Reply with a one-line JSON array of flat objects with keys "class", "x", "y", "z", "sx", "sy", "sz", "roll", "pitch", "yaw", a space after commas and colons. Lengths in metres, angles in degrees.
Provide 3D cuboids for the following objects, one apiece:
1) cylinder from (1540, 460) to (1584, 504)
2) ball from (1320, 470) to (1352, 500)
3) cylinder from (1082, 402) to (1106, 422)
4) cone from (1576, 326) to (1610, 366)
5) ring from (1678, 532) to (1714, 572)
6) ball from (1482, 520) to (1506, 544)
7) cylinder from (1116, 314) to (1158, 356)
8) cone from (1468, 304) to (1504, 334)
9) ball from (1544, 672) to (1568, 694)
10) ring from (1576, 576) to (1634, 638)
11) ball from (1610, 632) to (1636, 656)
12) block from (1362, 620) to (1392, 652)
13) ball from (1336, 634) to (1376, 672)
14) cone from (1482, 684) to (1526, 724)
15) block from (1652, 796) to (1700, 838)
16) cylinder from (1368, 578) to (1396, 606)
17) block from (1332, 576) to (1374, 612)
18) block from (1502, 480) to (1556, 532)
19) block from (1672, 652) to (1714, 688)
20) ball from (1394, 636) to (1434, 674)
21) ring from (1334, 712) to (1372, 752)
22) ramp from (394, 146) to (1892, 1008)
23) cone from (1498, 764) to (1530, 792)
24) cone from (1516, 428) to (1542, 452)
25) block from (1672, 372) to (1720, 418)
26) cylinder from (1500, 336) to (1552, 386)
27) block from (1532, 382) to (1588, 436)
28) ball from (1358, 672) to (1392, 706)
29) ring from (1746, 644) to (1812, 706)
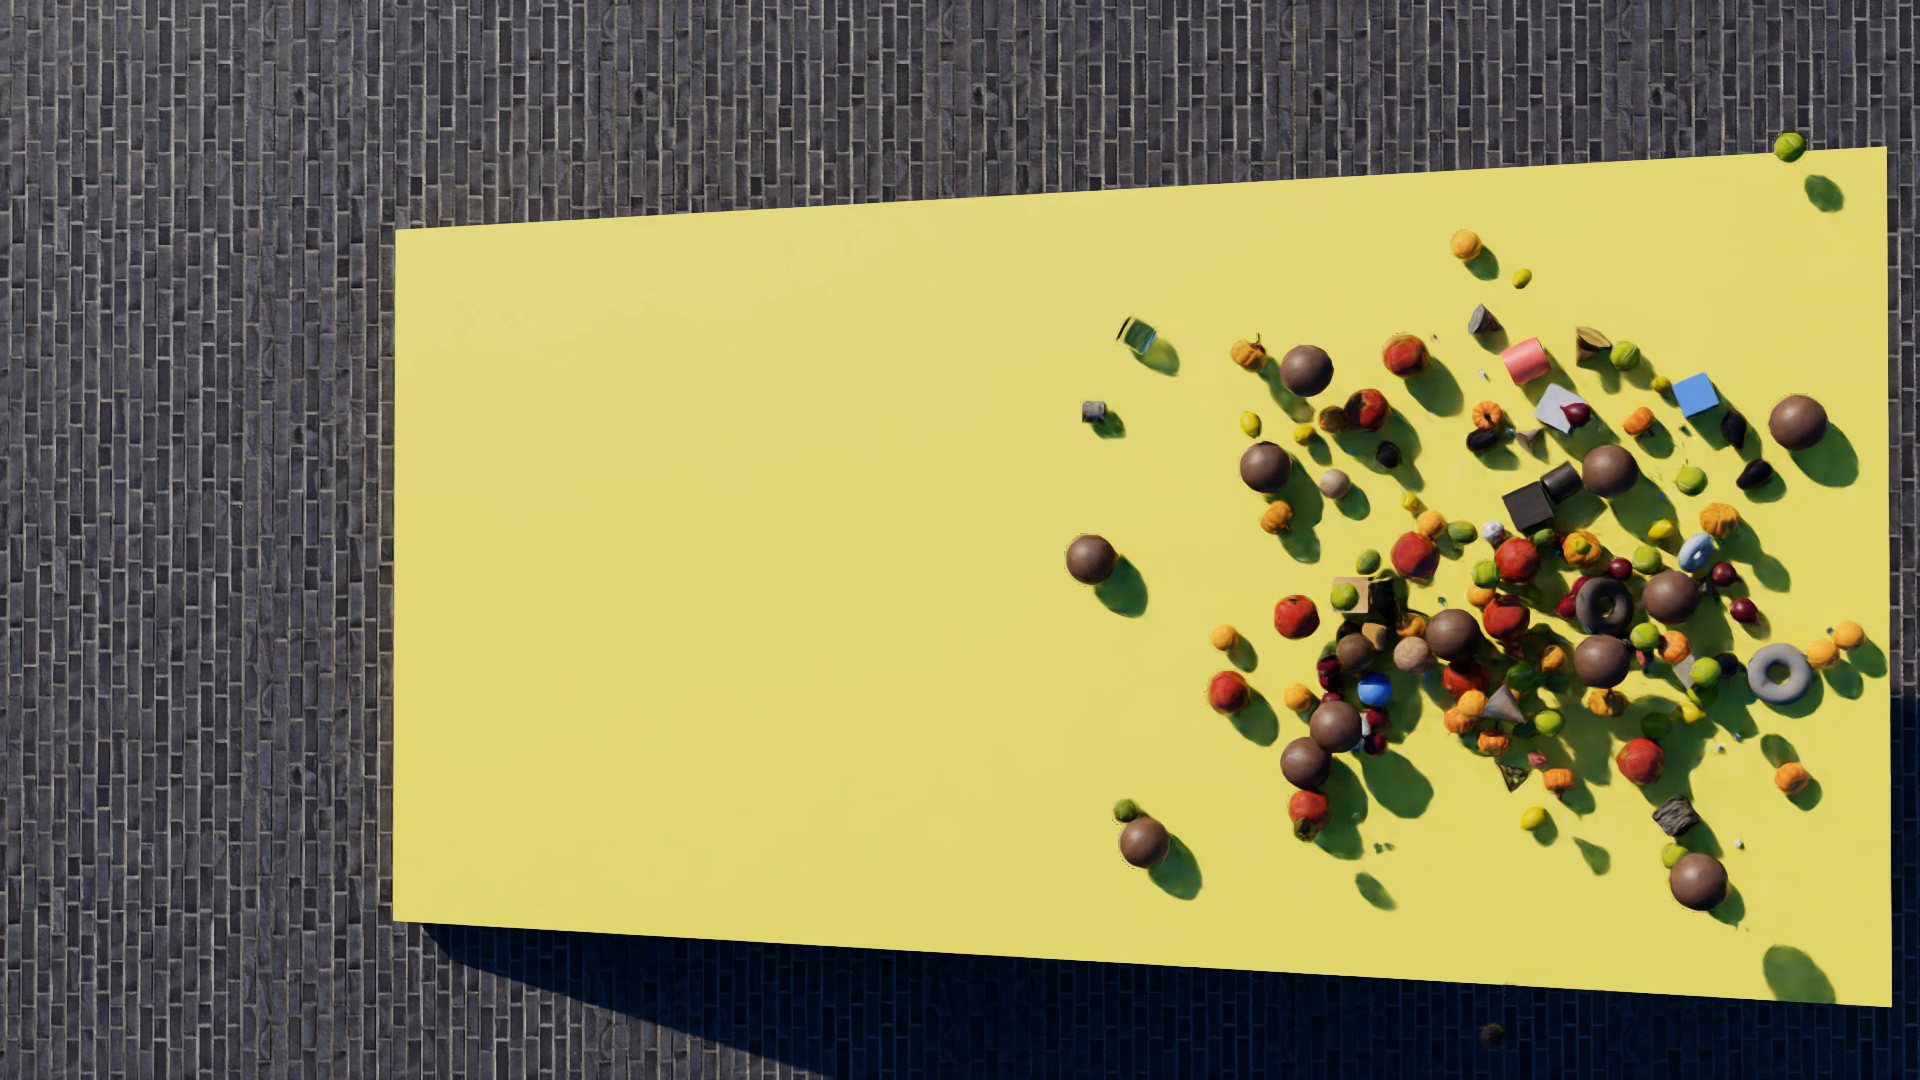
[{"class": "cylinder", "x": 1.452, "y": -0.139, "z": 5.302, "sx": 0.077, "sy": 0.077, "sz": 0.077, "roll": -32, "pitch": 89, "yaw": 7}, {"class": "ball", "x": 0.935, "y": -0.138, "z": 5.479, "sx": 0.078, "sy": 0.078, "sz": 0.078, "roll": 0, "pitch": 89, "yaw": 0}, {"class": "cylinder", "x": 0.346, "y": -0.331, "z": 5.683, "sx": 0.054, "sy": 0.054, "sz": 0.054, "roll": 2, "pitch": 89, "yaw": 10}, {"class": "cone", "x": 1.508, "y": -0.454, "z": 5.313, "sx": 0.090, "sy": 0.090, "sz": 0.090, "roll": 23, "pitch": 124, "yaw": 0}, {"class": "ring", "x": 1.740, "y": 0.030, "z": 5.200, "sx": 0.104, "sy": 0.104, "sz": 0.035, "roll": -47, "pitch": 49, "yaw": -1}, {"class": "ball", "x": 1.301, "y": -0.021, "z": 5.367, "sx": 0.057, "sy": 0.057, "sz": 0.057, "roll": 0, "pitch": 89, "yaw": 0}, {"class": "cylinder", "x": 0.454, "y": -0.526, "z": 5.640, "sx": 0.077, "sy": 0.077, "sz": 0.077, "roll": 31, "pitch": 89, "yaw": 10}, {"class": "cone", "x": 1.300, "y": -0.530, "z": 5.386, "sx": 0.079, "sy": 0.079, "sz": 0.079, "roll": 17, "pitch": 89, "yaw": -9}, {"class": "ball", "x": 1.442, "y": 0.345, "z": 5.317, "sx": 0.055, "sy": 0.055, "sz": 0.055, "roll": 0, "pitch": 89, "yaw": 0}, {"class": "ring", "x": 1.538, "y": 0.159, "z": 5.247, "sx": 0.149, "sy": 0.050, "sz": 0.149, "roll": 2, "pitch": 83, "yaw": -15}, {"class": "ball", "x": 1.589, "y": 0.247, "z": 5.267, "sx": 0.059, "sy": 0.059, "sz": 0.059, "roll": 0, "pitch": 89, "yaw": 0}, {"class": "block", "x": 1.029, "y": 0.238, "z": 5.451, "sx": 0.062, "sy": 0.062, "sz": 0.062, "roll": 13, "pitch": 93, "yaw": 18}, {"class": "ball", "x": 0.969, "y": 0.276, "z": 5.385, "sx": 0.096, "sy": 0.096, "sz": 0.096, "roll": 0, "pitch": 89, "yaw": 0}, {"class": "cone", "x": 1.312, "y": 0.409, "z": 5.235, "sx": 0.094, "sy": 0.094, "sz": 0.094, "roll": 40, "pitch": 89, "yaw": 29}, {"class": "block", "x": 1.695, "y": 0.655, "z": 5.205, "sx": 0.068, "sy": 0.068, "sz": 0.068, "roll": -49, "pitch": 59, "yaw": 26}, {"class": "cylinder", "x": 1.031, "y": 0.127, "z": 5.376, "sx": 0.060, "sy": 0.060, "sz": 0.060, "roll": -11, "pitch": 94, "yaw": 0}, {"class": "block", "x": 0.976, "y": 0.135, "z": 5.457, "sx": 0.087, "sy": 0.087, "sz": 0.087, "roll": 1, "pitch": 90, "yaw": 18}, {"class": "block", "x": 1.377, "y": -0.081, "z": 5.324, "sx": 0.093, "sy": 0.093, "sz": 0.093, "roll": -26, "pitch": 81, "yaw": 16}, {"class": "block", "x": 1.714, "y": 0.305, "z": 5.140, "sx": 0.058, "sy": 0.058, "sz": 0.058, "roll": -46, "pitch": 66, "yaw": 29}, {"class": "ball", "x": 1.106, "y": 0.282, "z": 5.367, "sx": 0.094, "sy": 0.094, "sz": 0.094, "roll": 0, "pitch": 89, "yaw": 0}, {"class": "ring", "x": 0.980, "y": 0.478, "z": 5.480, "sx": 0.098, "sy": 0.033, "sz": 0.098, "roll": 0, "pitch": 91, "yaw": 18}, {"class": "ramp", "x": 0.277, "y": 0.092, "z": 5.787, "sx": 4.000, "sy": 0.100, "sz": 2.000, "roll": 0, "pitch": 89, "yaw": 18}, {"class": "cone", "x": 1.292, "y": 0.547, "z": 5.180, "sx": 0.067, "sy": 0.067, "sz": 0.067, "roll": -46, "pitch": 59, "yaw": -1}, {"class": "cone", "x": 1.396, "y": -0.256, "z": 5.354, "sx": 0.061, "sy": 0.061, "sz": 0.061, "roll": -36, "pitch": 89, "yaw": -11}, {"class": "block", "x": 1.743, "y": -0.342, "z": 5.212, "sx": 0.082, "sy": 0.082, "sz": 0.082, "roll": -24, "pitch": 82, "yaw": 17}, {"class": "cylinder", "x": 1.372, "y": -0.434, "z": 5.330, "sx": 0.093, "sy": 0.093, "sz": 0.093, "roll": -25, "pitch": 89, "yaw": 16}, {"class": "block", "x": 1.448, "y": -0.314, "z": 5.300, "sx": 0.092, "sy": 0.092, "sz": 0.092, "roll": 30, "pitch": 97, "yaw": 20}, {"class": "ball", "x": 1.024, "y": 0.369, "z": 5.424, "sx": 0.085, "sy": 0.085, "sz": 0.085, "roll": 0, "pitch": 89, "yaw": 0}, {"class": "ring", "x": 1.924, "y": 0.315, "z": 5.161, "sx": 0.146, "sy": 0.049, "sz": 0.146, "roll": 0, "pitch": 90, "yaw": 19}]
